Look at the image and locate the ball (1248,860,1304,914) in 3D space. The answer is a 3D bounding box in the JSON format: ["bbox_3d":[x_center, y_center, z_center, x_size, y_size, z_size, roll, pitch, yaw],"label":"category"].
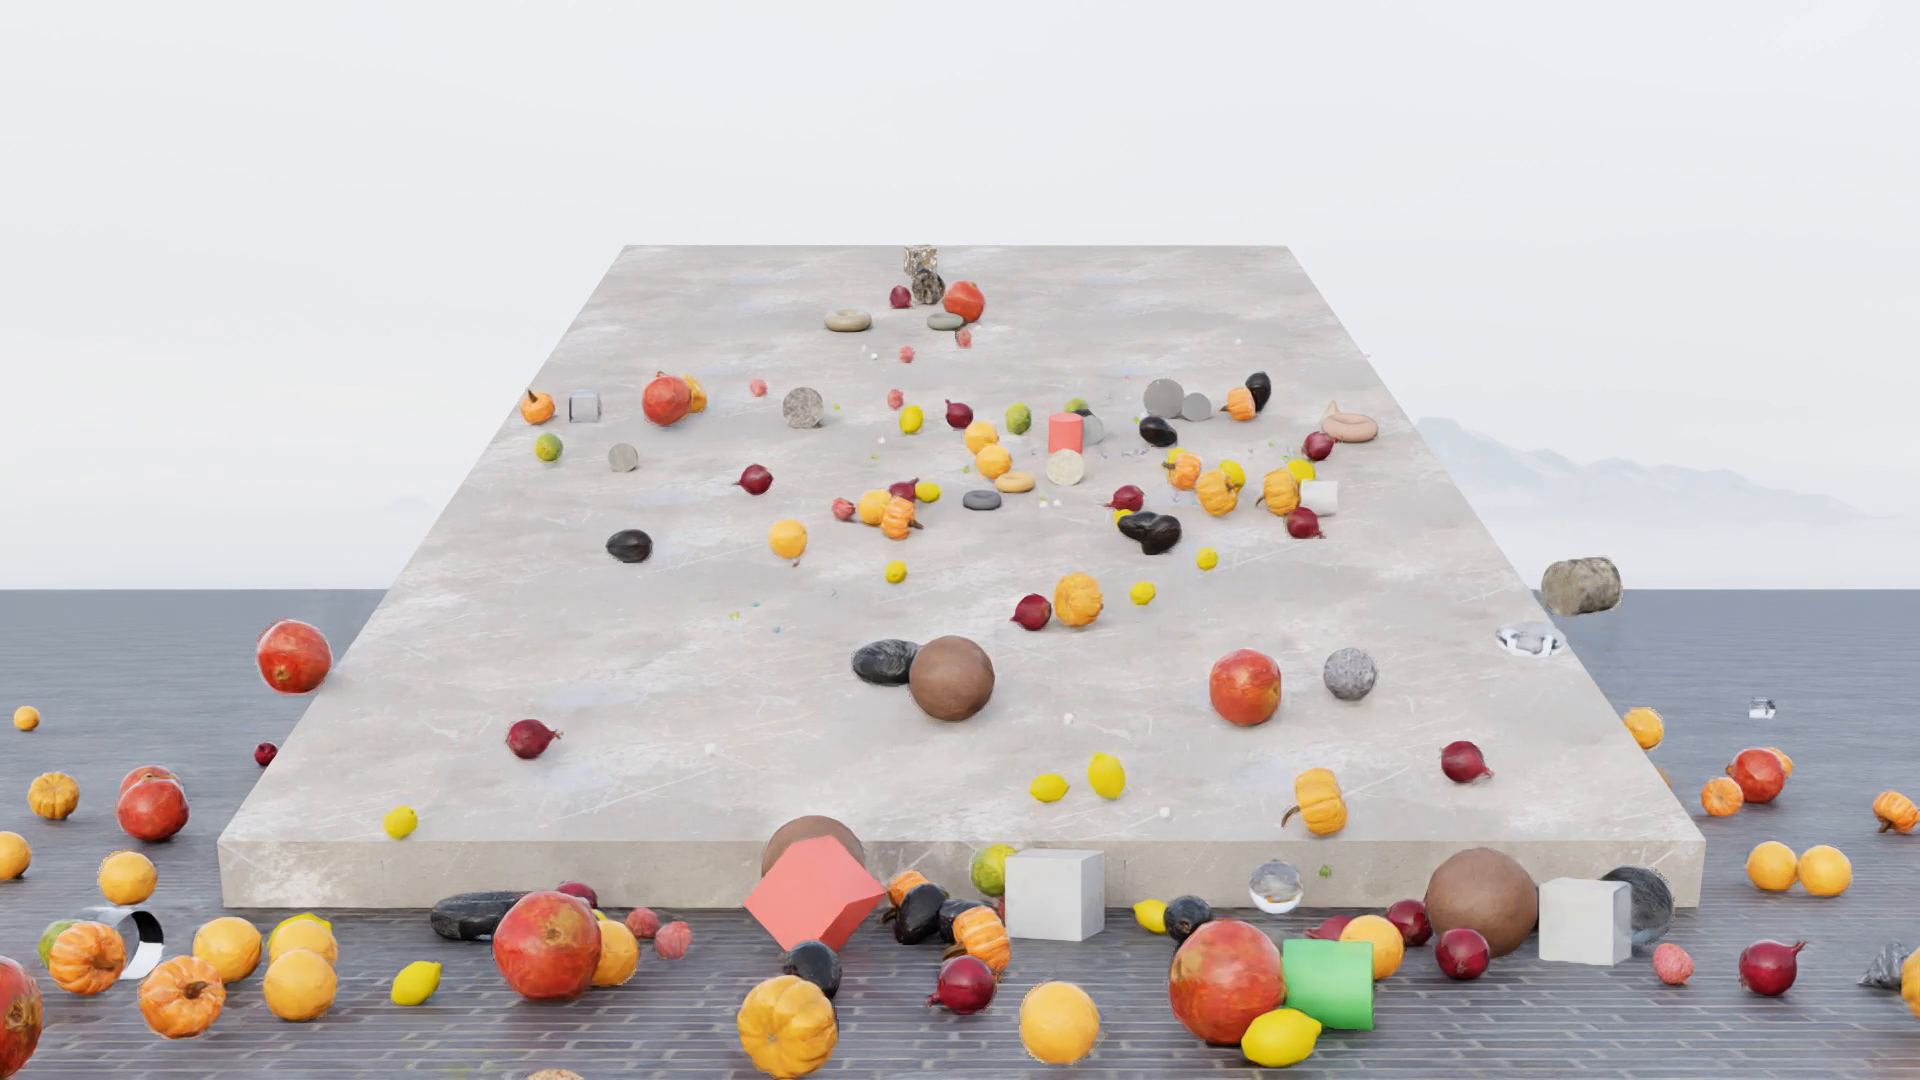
[{"bbox_3d":[0.376,0.414,2.681,0.065,0.065,0.065,0,-1,0],"label":"ball"}]

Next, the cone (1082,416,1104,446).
[{"bbox_3d":[0.287,-0.226,4.814,0.067,0.067,0.067,0,-9,22],"label":"cone"}]

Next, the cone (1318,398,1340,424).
[{"bbox_3d":[0.819,-0.284,4.945,0.058,0.058,0.058,0,19,0],"label":"cone"}]

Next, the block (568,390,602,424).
[{"bbox_3d":[-0.827,-0.295,4.966,0.061,0.061,0.061,-1,19,-2],"label":"block"}]

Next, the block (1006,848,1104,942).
[{"bbox_3d":[0.120,0.445,2.832,0.099,0.099,0.099,0,-1,20],"label":"block"}]

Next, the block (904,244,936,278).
[{"bbox_3d":[-0.113,-0.796,6.408,0.076,0.076,0.076,-6,20,-16],"label":"block"}]

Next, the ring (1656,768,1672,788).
[{"bbox_3d":[1.372,0.491,4.582,0.146,0.049,0.146,2,16,-1],"label":"ring"}]

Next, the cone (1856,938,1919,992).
[{"bbox_3d":[1.003,0.474,2.452,0.061,0.061,0.061,1,-28,-48],"label":"cone"}]

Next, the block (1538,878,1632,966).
[{"bbox_3d":[0.736,0.448,2.646,0.086,0.086,0.086,0,-1,31],"label":"block"}]

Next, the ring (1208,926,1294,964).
[{"bbox_3d":[0.342,0.475,2.637,0.101,0.034,0.101,-1,-1,0],"label":"ring"}]

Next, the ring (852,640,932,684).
[{"bbox_3d":[-0.108,0.194,3.570,0.126,0.042,0.126,-1,18,0],"label":"ring"}]

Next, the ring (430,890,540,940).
[{"bbox_3d":[-0.590,0.471,2.822,0.146,0.049,0.146,-1,-1,0],"label":"ring"}]

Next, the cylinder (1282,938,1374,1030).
[{"bbox_3d":[0.365,0.440,2.231,0.086,0.086,0.086,0,-1,13],"label":"cylinder"}]

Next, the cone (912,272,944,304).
[{"bbox_3d":[-0.092,-0.670,6.094,0.090,0.090,0.090,0,-8,-9],"label":"cone"}]

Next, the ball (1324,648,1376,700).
[{"bbox_3d":[0.602,0.207,3.475,0.081,0.081,0.081,0,-1,0],"label":"ball"}]

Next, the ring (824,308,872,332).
[{"bbox_3d":[-0.288,-0.565,5.788,0.123,0.041,0.123,-1,19,0],"label":"ring"}]

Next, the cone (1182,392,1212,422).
[{"bbox_3d":[0.516,-0.289,5.000,0.067,0.067,0.067,0,-8,-11],"label":"cone"}]

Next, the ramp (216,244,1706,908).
[{"bbox_3d":[-0.004,-0.196,4.929,2.000,0.100,4.000,0,19,0],"label":"ramp"}]

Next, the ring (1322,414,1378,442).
[{"bbox_3d":[0.840,-0.242,4.850,0.122,0.041,0.122,0,20,0],"label":"ring"}]

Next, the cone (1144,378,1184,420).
[{"bbox_3d":[0.456,-0.306,5.034,0.093,0.093,0.093,0,-8,4],"label":"cone"}]

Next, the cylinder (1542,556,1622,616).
[{"bbox_3d":[1.067,0.079,3.865,0.094,0.094,0.094,-5,2,-31],"label":"cylinder"}]

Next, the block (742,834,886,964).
[{"bbox_3d":[-0.171,0.422,2.651,0.098,0.098,0.098,44,16,19],"label":"block"}]

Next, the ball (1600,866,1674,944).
[{"bbox_3d":[0.809,0.439,2.707,0.095,0.095,0.095,0,-1,0],"label":"ball"}]

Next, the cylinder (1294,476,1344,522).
[{"bbox_3d":[0.690,-0.079,4.327,0.069,0.069,0.069,27,10,22],"label":"cylinder"}]

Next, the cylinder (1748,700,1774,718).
[{"bbox_3d":[2.605,0.550,7.312,0.060,0.060,0.060,1,-1,-41],"label":"cylinder"}]

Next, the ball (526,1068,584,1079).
[{"bbox_3d":[-0.312,0.440,1.729,0.067,0.067,0.067,0,-1,0],"label":"ball"}]

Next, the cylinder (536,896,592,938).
[{"bbox_3d":[-0.493,0.469,2.799,0.051,0.051,0.051,0,-1,20],"label":"cylinder"}]

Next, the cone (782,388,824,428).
[{"bbox_3d":[-0.337,-0.282,4.960,0.093,0.093,0.093,0,-8,8],"label":"cone"}]

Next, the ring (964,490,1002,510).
[{"bbox_3d":[0.044,-0.078,4.390,0.077,0.026,0.077,1,18,0],"label":"ring"}]

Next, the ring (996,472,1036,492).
[{"bbox_3d":[0.111,-0.116,4.496,0.081,0.027,0.081,-5,19,2],"label":"ring"}]

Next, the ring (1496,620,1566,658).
[{"bbox_3d":[0.932,0.162,3.678,0.111,0.037,0.111,1,18,0],"label":"ring"}]

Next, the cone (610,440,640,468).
[{"bbox_3d":[-0.692,-0.165,4.639,0.061,0.061,0.061,0,-19,-10],"label":"cone"}]

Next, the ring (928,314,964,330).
[{"bbox_3d":[-0.037,-0.562,5.792,0.097,0.032,0.097,0,17,0],"label":"ring"}]

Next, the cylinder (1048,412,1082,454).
[{"bbox_3d":[0.223,-0.224,4.745,0.072,0.072,0.072,0,19,0],"label":"cylinder"}]
